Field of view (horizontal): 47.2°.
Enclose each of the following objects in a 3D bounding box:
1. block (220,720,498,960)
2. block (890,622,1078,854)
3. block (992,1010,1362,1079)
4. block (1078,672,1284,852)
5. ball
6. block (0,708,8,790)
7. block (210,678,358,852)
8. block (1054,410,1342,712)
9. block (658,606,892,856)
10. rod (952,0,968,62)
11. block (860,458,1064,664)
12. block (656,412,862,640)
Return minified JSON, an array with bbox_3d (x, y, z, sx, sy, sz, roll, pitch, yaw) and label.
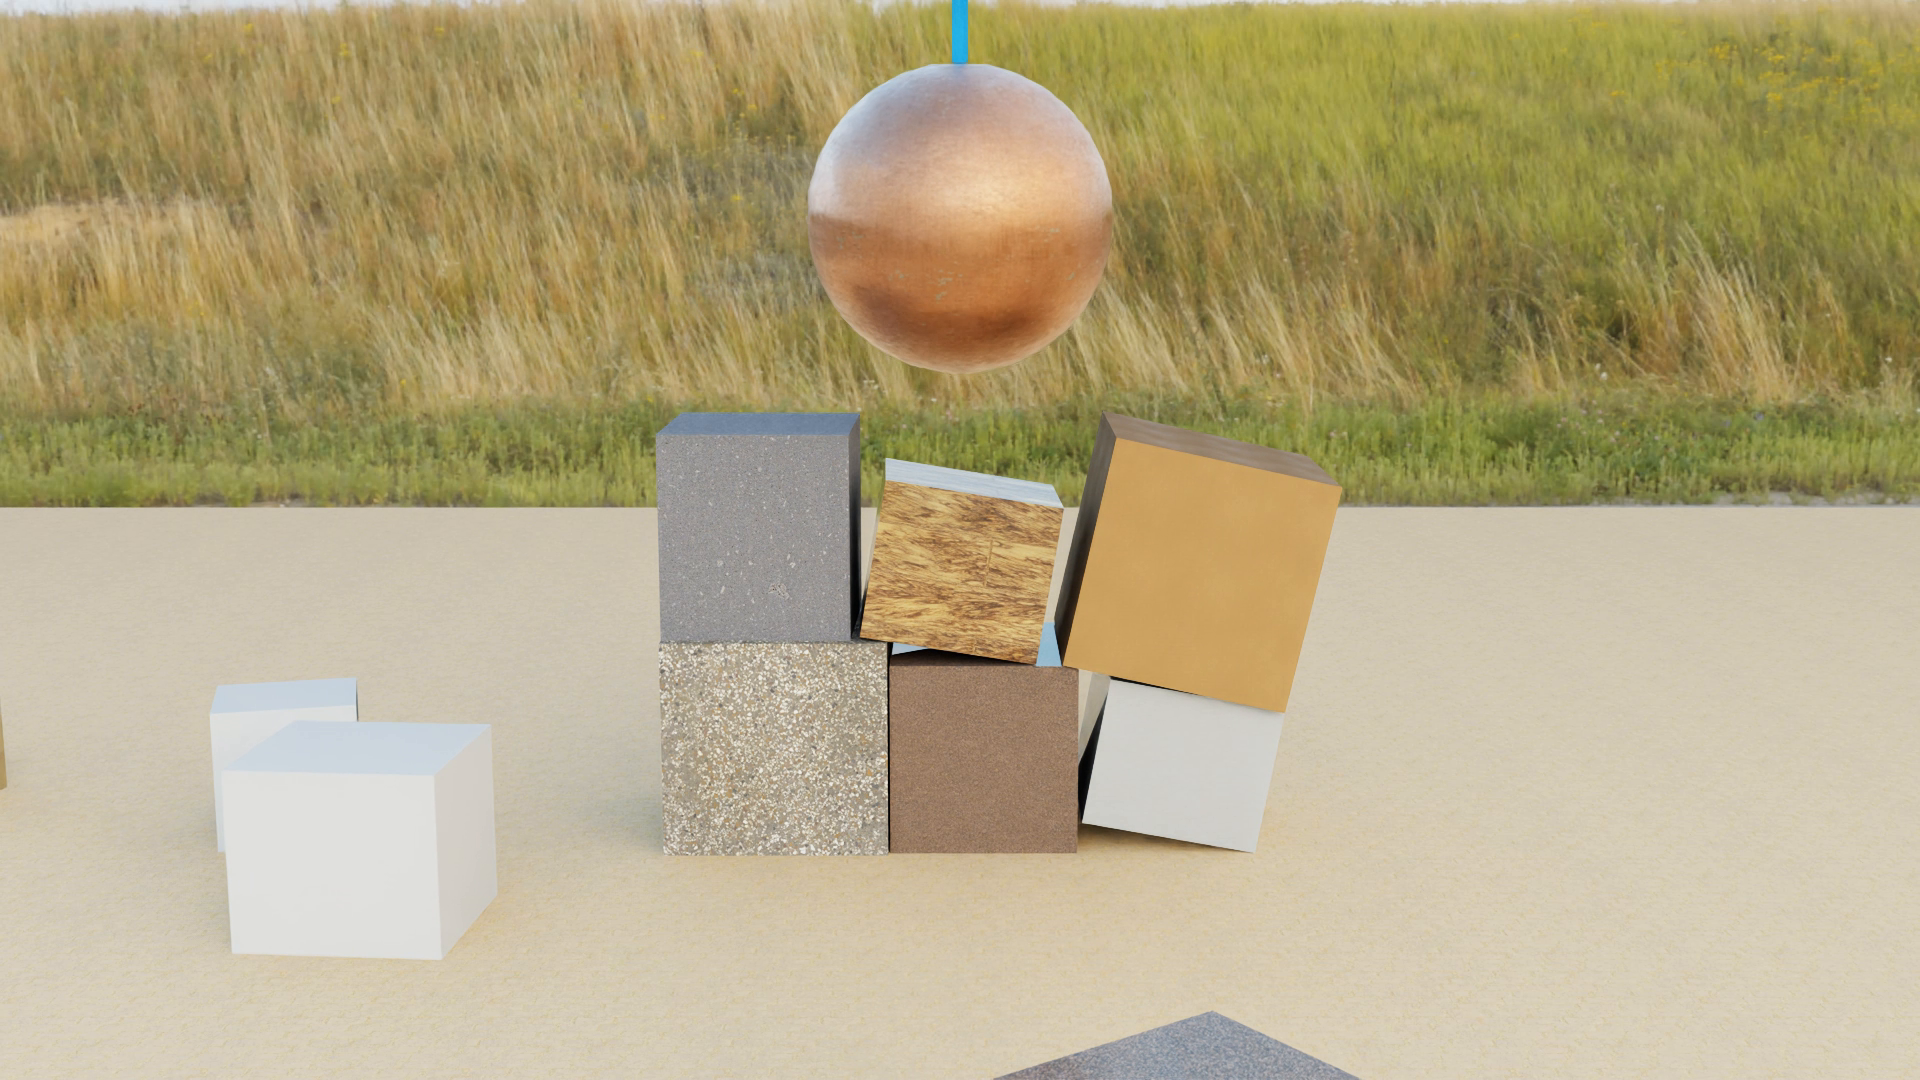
[{"bbox_3d":[-2.682,1.333,9.917,0.938,0.829,0.838,1,10,5],"label":"block"},{"bbox_3d":[0.119,1.003,11.371,0.931,0.959,0.996,0,10,0],"label":"block"},{"bbox_3d":[0.650,1.983,6.109,0.927,0.912,0.882,-7,13,-36],"label":"block"},{"bbox_3d":[1.108,1.040,11.360,0.878,0.745,0.945,10,10,-2],"label":"block"},{"bbox_3d":[0.000,-1.671,11.448,1.600,1.600,1.600,0,10,0],"label":"ball"},{"bbox_3d":[-5.575,1.120,11.843,0.590,0.559,0.520,2,10,10],"label":"block"},{"bbox_3d":[-3.446,1.142,11.299,0.698,0.711,0.600,-3,11,-15],"label":"block"},{"bbox_3d":[1.171,0.084,11.184,1.117,1.148,1.069,12,10,-2],"label":"block"},{"bbox_3d":[-0.915,0.942,11.370,1.115,1.078,1.080,0,10,0],"label":"block"},{"bbox_3d":[0.000,-4.944,10.529,0.080,5.200,0.080,0,16,0],"label":"rod"},{"bbox_3d":[-0.005,0.095,11.100,0.878,0.790,0.750,9,10,-4],"label":"block"},{"bbox_3d":[-0.998,-0.086,11.161,0.935,1.019,0.884,0,10,1],"label":"block"}]
